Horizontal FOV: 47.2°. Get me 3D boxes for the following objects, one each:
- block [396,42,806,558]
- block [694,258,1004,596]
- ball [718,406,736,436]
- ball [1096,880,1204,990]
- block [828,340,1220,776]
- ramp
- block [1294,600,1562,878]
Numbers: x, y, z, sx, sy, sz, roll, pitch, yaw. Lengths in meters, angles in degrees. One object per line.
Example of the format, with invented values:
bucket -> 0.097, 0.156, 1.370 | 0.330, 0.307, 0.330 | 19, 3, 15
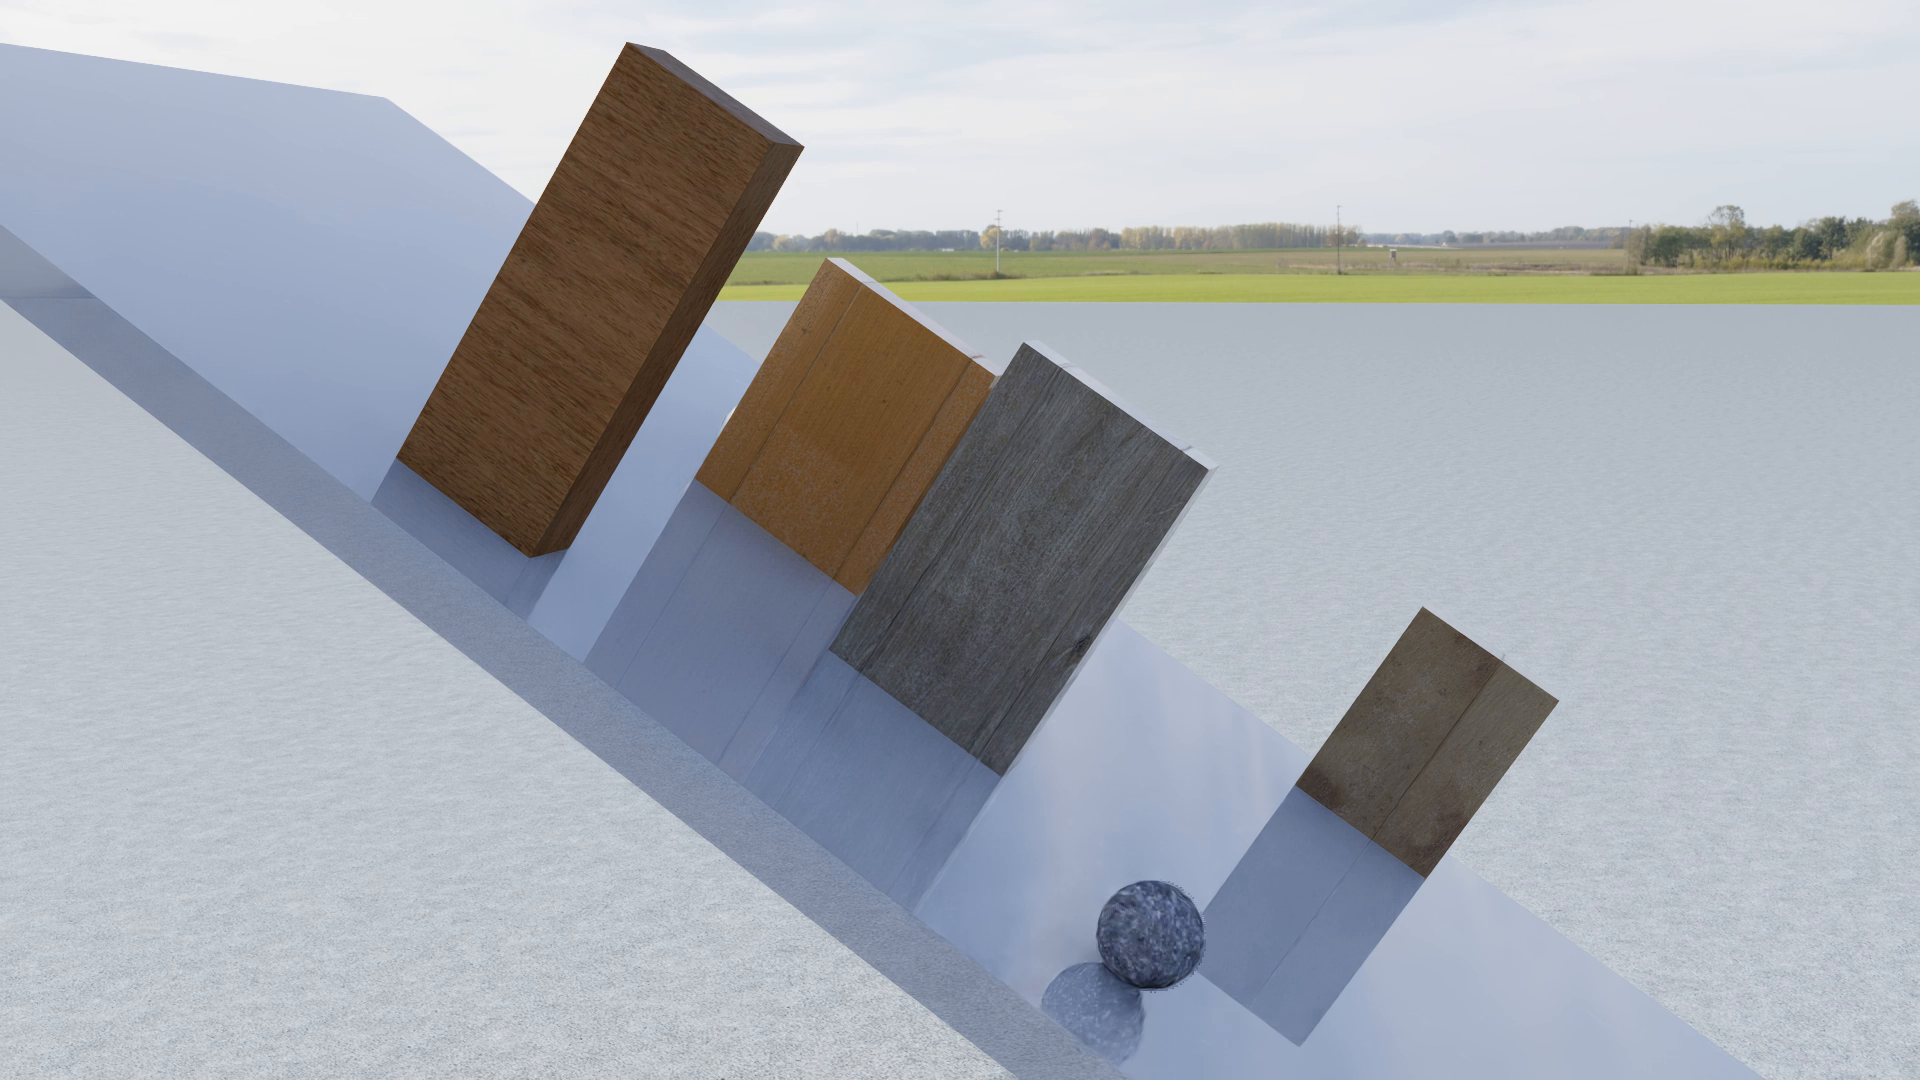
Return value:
block -> -0.560, -0.363, 3.392 | 0.275, 0.750, 0.133 | 36, 15, 10
block -> -0.207, -0.213, 4.127 | 0.390, 0.495, 0.091 | 36, 15, 10
ball -> -0.392, -0.194, 4.323 | 0.169, 0.169, 0.169 | 0, 7, 0
ball -> 0.282, 0.585, 3.261 | 0.160, 0.160, 0.160 | 0, 7, 0
block -> 0.102, 0.032, 3.715 | 0.373, 0.634, 0.095 | 36, 15, 10
ramp -> -0.127, 0.214, 4.099 | 4.000, 0.100, 2.000 | 36, 15, 10
block -> 0.974, 0.416, 4.591 | 0.331, 0.468, 0.091 | 36, 15, 10
